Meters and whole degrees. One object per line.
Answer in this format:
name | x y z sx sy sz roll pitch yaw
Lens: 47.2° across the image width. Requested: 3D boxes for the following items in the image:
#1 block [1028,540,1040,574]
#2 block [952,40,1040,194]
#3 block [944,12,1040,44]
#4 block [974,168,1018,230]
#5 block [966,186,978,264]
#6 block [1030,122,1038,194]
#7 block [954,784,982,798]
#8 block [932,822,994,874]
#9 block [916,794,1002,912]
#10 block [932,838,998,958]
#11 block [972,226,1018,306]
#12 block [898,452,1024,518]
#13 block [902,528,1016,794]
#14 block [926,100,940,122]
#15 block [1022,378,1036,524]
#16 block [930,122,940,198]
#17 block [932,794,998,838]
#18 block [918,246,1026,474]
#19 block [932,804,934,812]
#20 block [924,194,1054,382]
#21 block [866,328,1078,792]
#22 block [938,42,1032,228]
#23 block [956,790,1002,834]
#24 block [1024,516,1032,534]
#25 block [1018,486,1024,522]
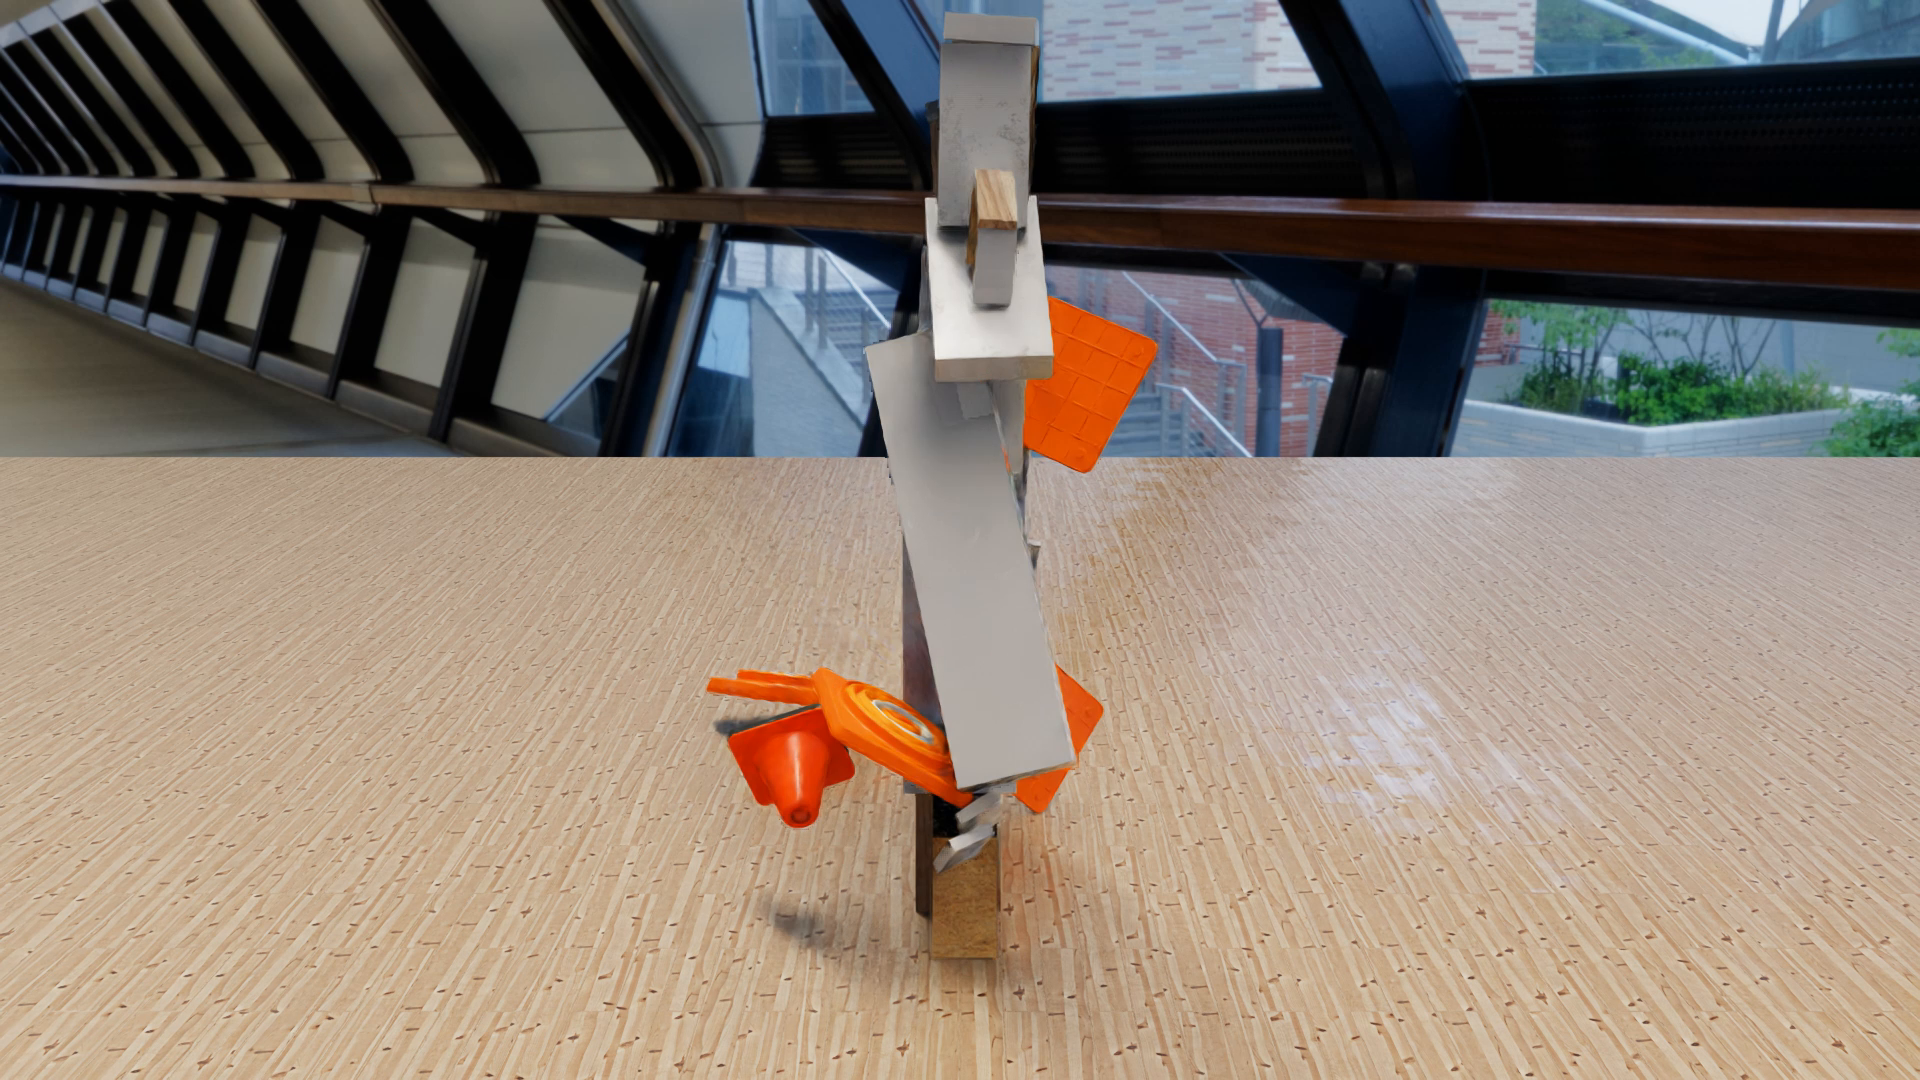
block | 0.055 0.256 3.941 0.083 0.554 0.023 11 20 2
block | 0.046 -0.611 3.491 0.135 0.348 0.038 5 9 7
block | 0.051 -0.784 3.375 0.135 0.038 0.270 4 13 2
block | 0.052 -0.498 3.212 0.057 0.016 0.113 3 48 -7
block | 0.042 -0.464 3.260 0.057 0.113 0.016 4 12 -6
block | 0.055 -0.567 3.577 0.116 0.231 0.033 8 9 14
block | 0.035 0.336 3.392 0.066 0.131 0.019 -18 50 -33
block | 0.004 0.456 3.251 0.066 0.019 0.131 -23 -16 -20
block | -0.003 0.467 3.575 0.138 0.276 0.039 0 10 0
block | 0.008 0.543 3.381 0.098 0.196 0.028 1 7 3
block | 0.050 -0.401 3.205 0.057 0.113 0.016 3 13 -8
block | 0.006 -0.092 3.508 0.178 0.050 0.356 1 11 3
block | 0.000 0.175 3.445 0.178 0.448 0.050 0 11 0
block | 0.025 -0.720 3.665 0.116 0.033 0.231 -5 9 -14
block | 0.047 -0.121 3.707 0.137 0.608 0.039 5 4 6
block | 0.023 -0.372 3.781 0.116 0.689 0.033 -3 5 0
block | 0.008 0.420 3.426 0.098 0.028 0.196 0 10 0
block | 0.019 -0.278 3.414 0.171 0.342 0.048 3 4 1
block | 0.006 0.520 3.504 0.098 0.196 0.028 0 7 0
block | 0.040 -0.381 3.291 0.171 0.048 0.342 -2 51 -3
block | 0.013 0.016 3.262 0.171 0.690 0.048 -15 -15 9
block | 0.036 -0.606 3.304 0.135 0.270 0.038 1 5 0
block | 0.028 0.409 3.245 0.066 0.019 0.131 -32 -19 -9
block | 0.073 -0.020 3.815 0.083 0.023 0.166 -2 6 8
block | 0.015 0.087 3.667 0.178 0.356 0.050 1 9 8
